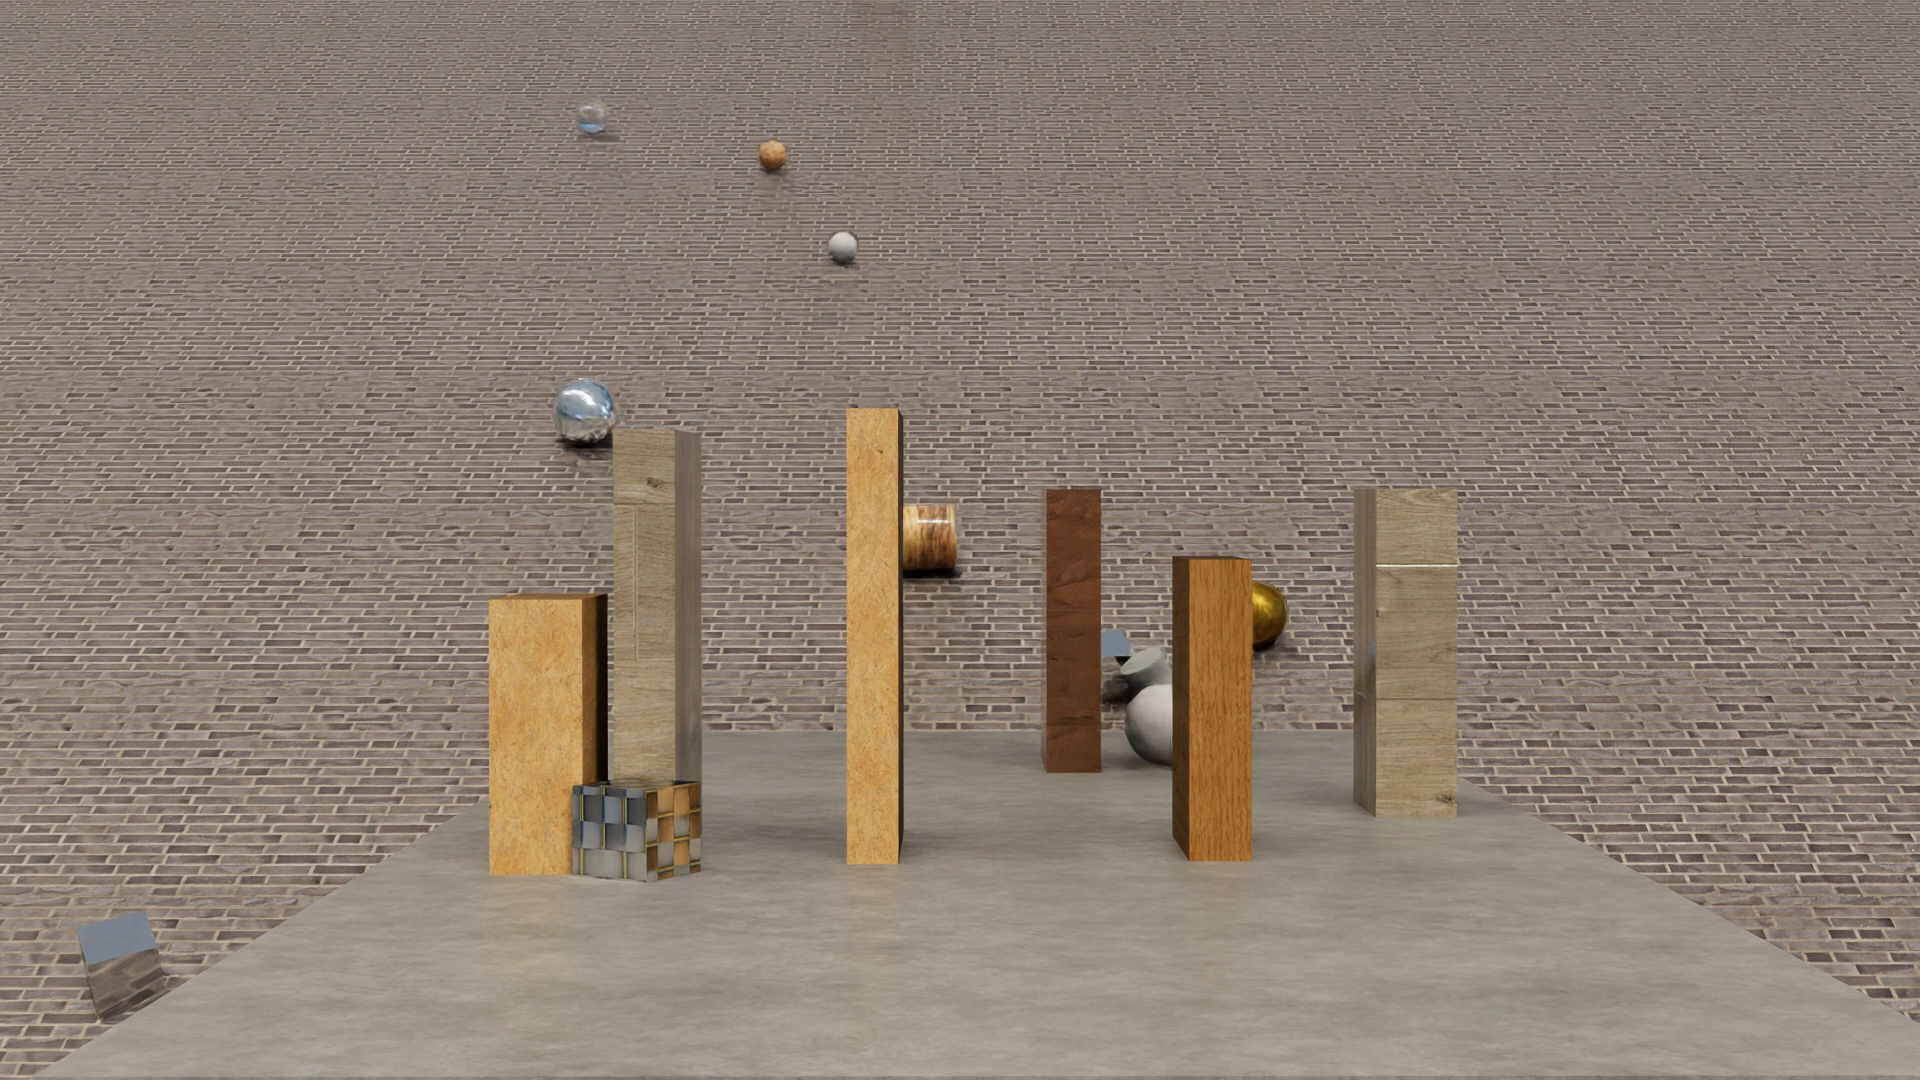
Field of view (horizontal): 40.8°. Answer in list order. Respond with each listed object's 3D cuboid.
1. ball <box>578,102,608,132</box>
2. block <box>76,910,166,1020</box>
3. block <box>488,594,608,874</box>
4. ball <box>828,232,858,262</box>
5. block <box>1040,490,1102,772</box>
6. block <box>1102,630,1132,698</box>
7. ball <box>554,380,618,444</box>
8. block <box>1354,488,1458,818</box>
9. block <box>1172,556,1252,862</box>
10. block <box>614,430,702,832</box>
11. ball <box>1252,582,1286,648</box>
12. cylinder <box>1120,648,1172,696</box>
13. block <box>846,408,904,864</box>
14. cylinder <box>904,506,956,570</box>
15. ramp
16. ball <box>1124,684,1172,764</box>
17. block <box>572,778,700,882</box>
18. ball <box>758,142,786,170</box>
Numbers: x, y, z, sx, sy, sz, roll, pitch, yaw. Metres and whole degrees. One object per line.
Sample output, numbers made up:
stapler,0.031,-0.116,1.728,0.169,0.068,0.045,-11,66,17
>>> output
ball,-1.562,-1.796,10.982,0.129,0.129,0.129,0,28,0
block,-1.870,0.947,5.763,0.151,0.151,0.151,-13,30,-23
block,-0.662,0.306,4.178,0.145,0.429,0.295,0,1,0
ball,-0.439,-1.097,9.678,0.111,0.111,0.111,0,28,0
block,0.245,0.194,5.749,0.117,0.611,0.374,0,1,0
block,0.384,0.336,6.943,0.130,0.130,0.130,-5,28,-9
ball,-1.200,-0.408,8.275,0.203,0.203,0.203,0,28,0
block,0.841,0.207,4.894,0.149,0.606,0.270,0,1,0
block,0.421,0.274,4.340,0.101,0.488,0.329,0,1,0
block,-0.505,0.169,4.345,0.098,0.698,0.431,0,1,0
ball,0.811,0.207,7.134,0.180,0.180,0.180,0,28,0
cylinder,0.505,0.369,6.828,0.121,0.121,0.121,-27,17,9
block,-0.141,0.152,4.347,0.083,0.731,0.407,0,1,0
cylinder,-0.110,-0.006,7.527,0.186,0.186,0.186,-1,28,-3
ramp,0.063,0.564,4.604,2.000,0.100,4.000,0,1,0
ball,0.455,0.409,5.745,0.180,0.180,0.180,0,28,0
block,-0.505,0.451,4.037,0.142,0.142,0.142,0,1,30
ball,-0.767,-1.573,10.574,0.117,0.117,0.117,0,28,0
